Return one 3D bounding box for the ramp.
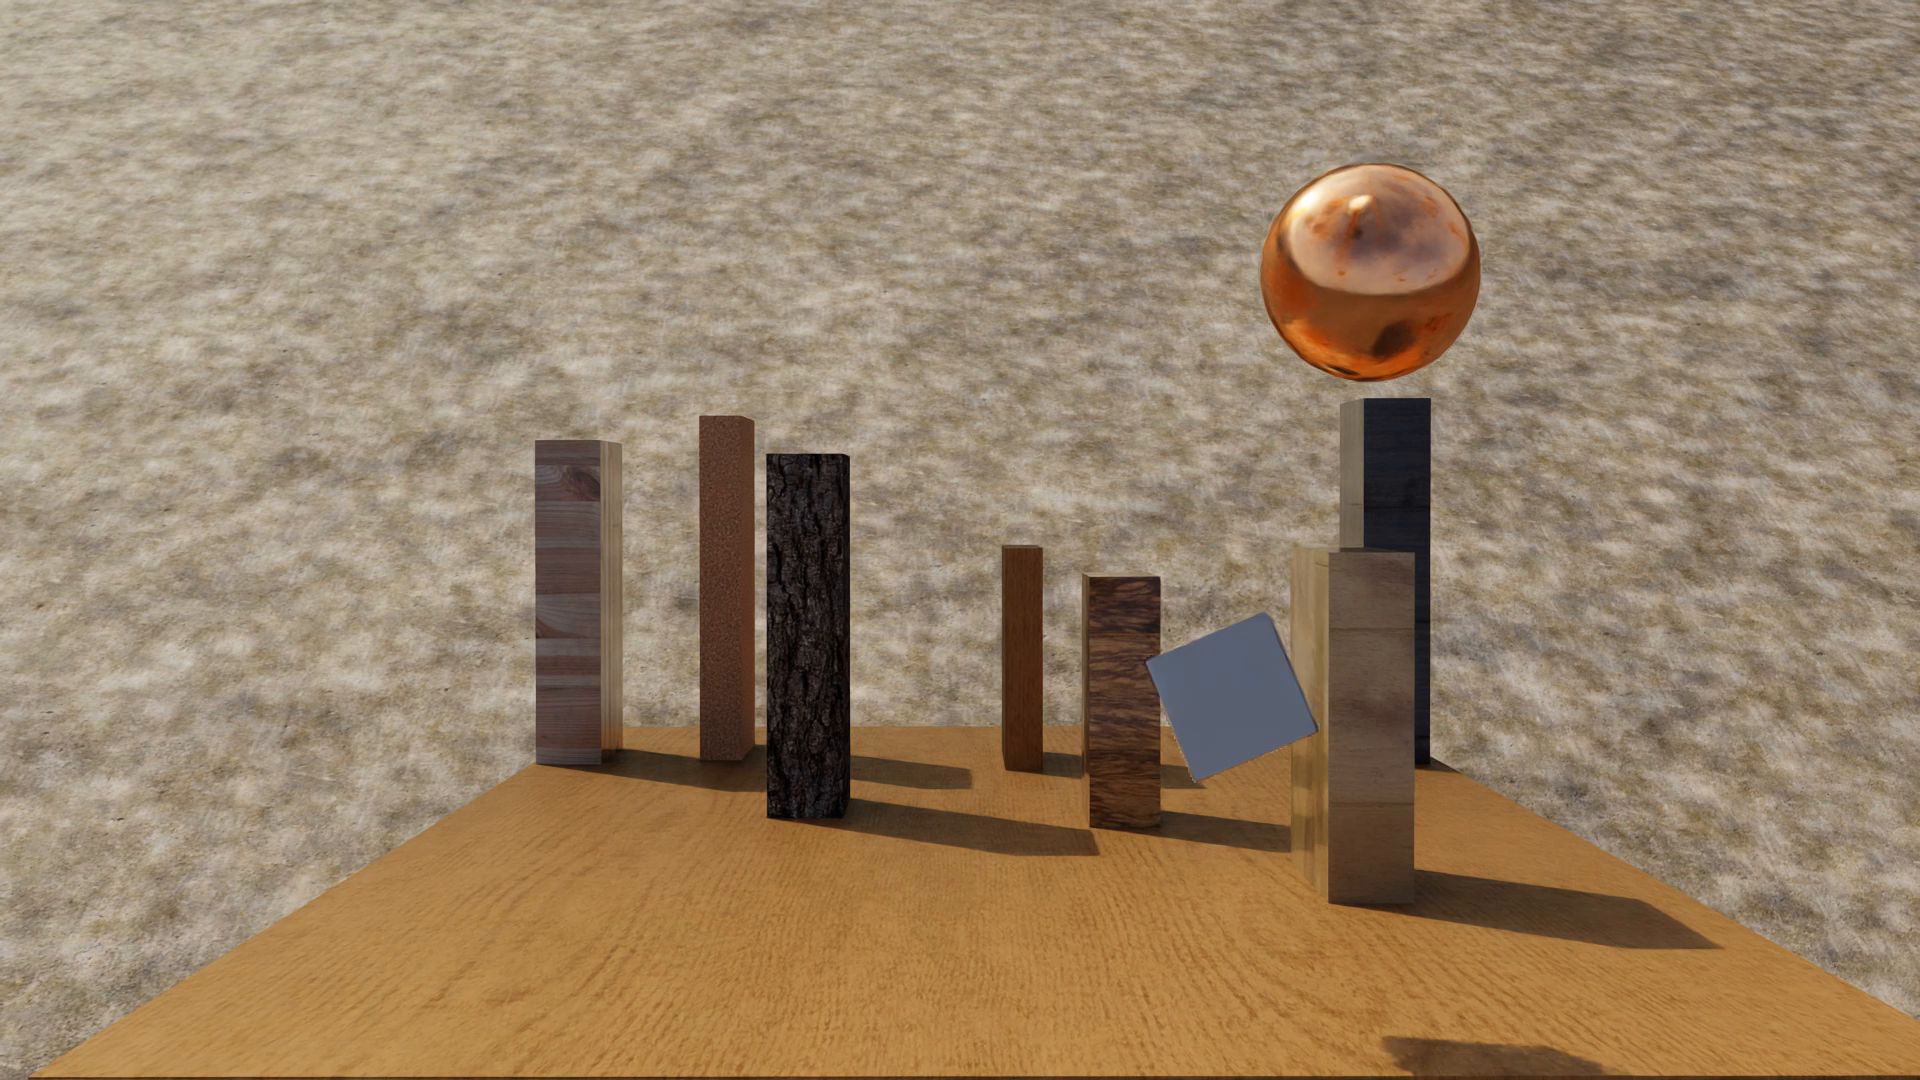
[{"bbox_3d":[0.062,0.557,4.595,2.000,0.100,4.000,0,1,0],"label":"ramp"}]

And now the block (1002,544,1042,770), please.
[{"bbox_3d":[0.137,0.252,5.734,0.080,0.475,0.432,0,1,0],"label":"block"}]

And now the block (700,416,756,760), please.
[{"bbox_3d":[-0.532,0.104,5.929,0.093,0.766,0.387,0,1,0],"label":"block"}]

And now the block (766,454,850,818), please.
[{"bbox_3d":[-0.282,0.172,4.850,0.139,0.663,0.320,0,1,0],"label":"block"}]

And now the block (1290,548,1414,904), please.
[{"bbox_3d":[0.589,0.266,3.905,0.123,0.503,0.414,0,1,0],"label":"block"}]

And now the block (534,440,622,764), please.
[{"bbox_3d":[-0.857,0.133,5.831,0.143,0.710,0.368,0,1,0],"label":"block"}]

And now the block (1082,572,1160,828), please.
[{"bbox_3d":[0.291,0.284,4.697,0.125,0.443,0.276,0,1,0],"label":"block"}]

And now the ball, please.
[{"bbox_3d":[0.389,-0.254,2.453,0.208,0.208,0.208,0,27,0],"label":"ball"}]

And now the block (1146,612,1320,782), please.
[{"bbox_3d":[0.309,0.176,2.911,0.143,0.143,0.143,-23,-7,7],"label":"block"}]

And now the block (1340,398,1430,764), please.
[{"bbox_3d":[0.954,0.087,5.817,0.146,0.800,0.354,0,1,0],"label":"block"}]
